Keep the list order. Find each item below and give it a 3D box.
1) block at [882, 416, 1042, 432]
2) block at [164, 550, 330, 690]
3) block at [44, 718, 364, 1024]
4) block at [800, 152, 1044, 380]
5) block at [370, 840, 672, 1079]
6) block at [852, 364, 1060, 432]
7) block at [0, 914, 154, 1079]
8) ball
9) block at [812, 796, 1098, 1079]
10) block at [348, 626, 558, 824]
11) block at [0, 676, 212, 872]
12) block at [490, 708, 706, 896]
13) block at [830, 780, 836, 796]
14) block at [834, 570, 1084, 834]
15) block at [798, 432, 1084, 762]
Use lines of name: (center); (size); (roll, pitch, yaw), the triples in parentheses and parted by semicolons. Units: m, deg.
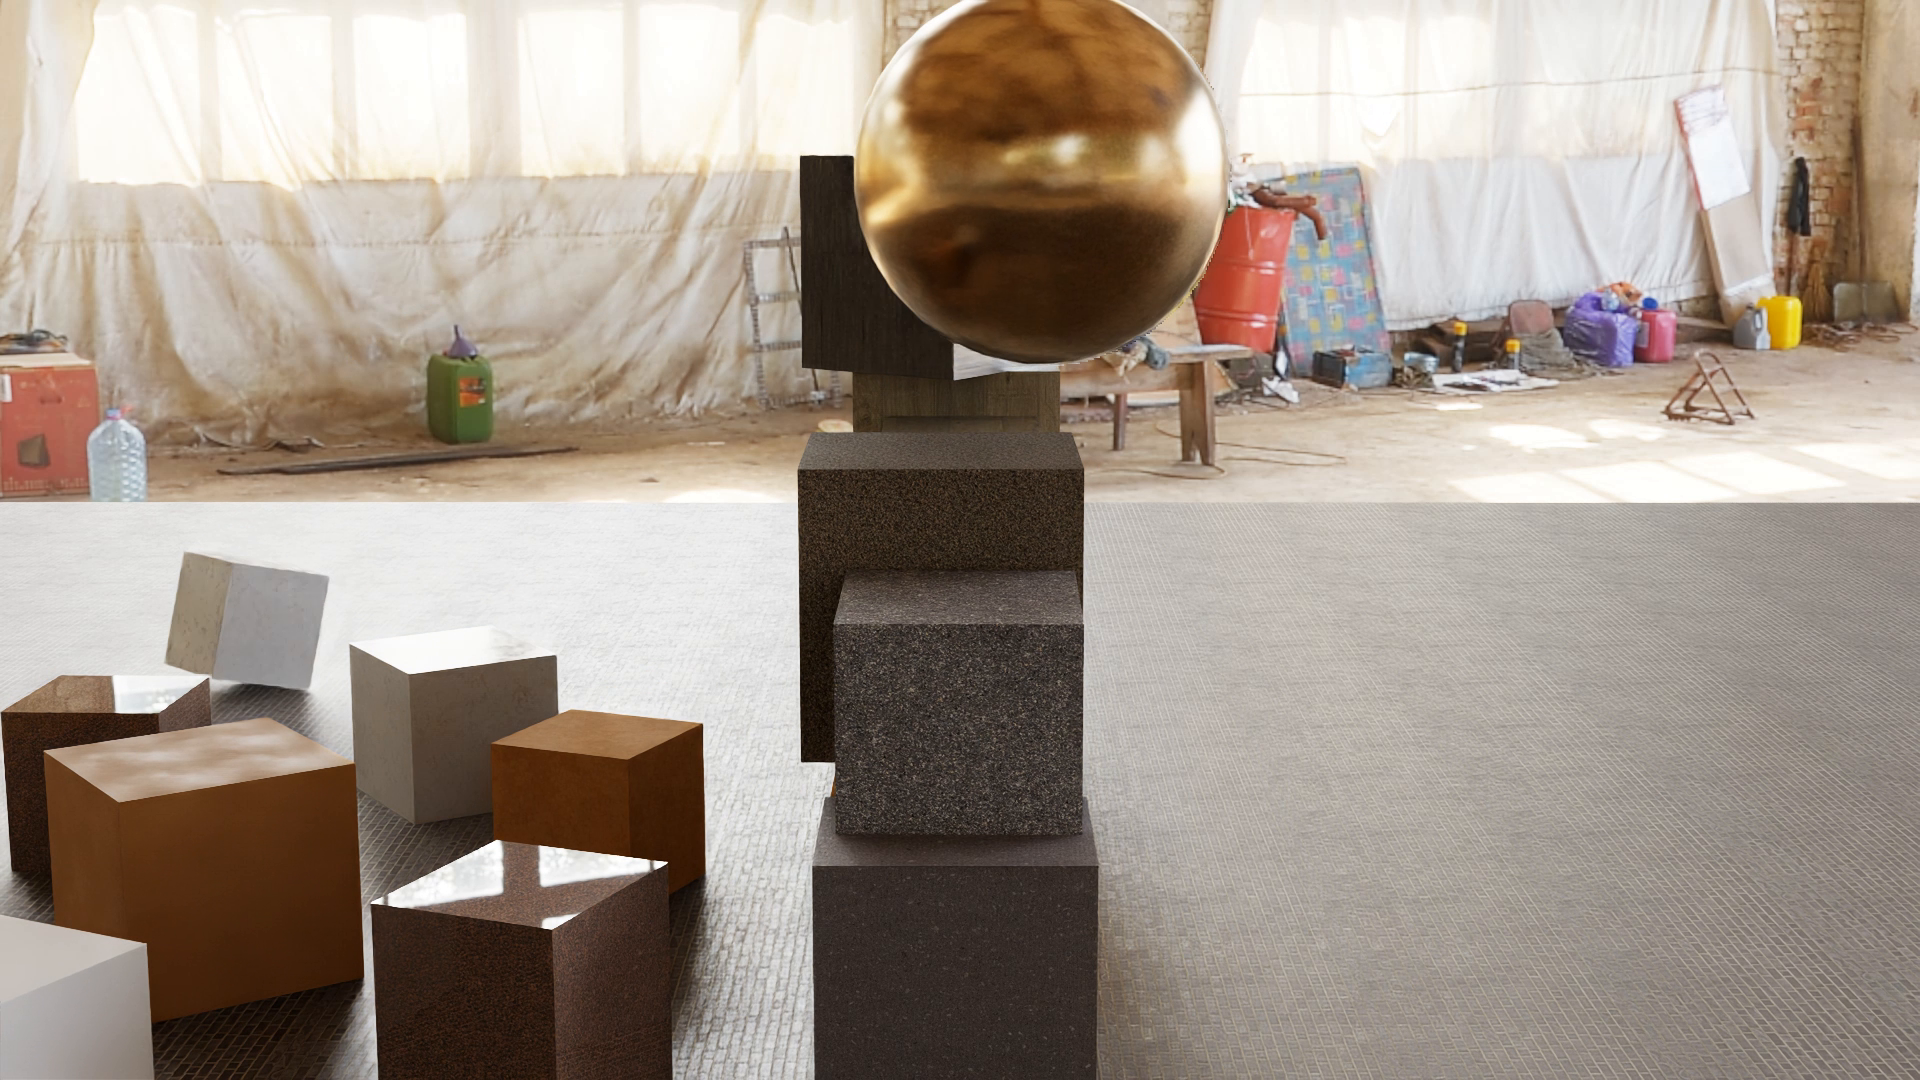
block: (0.007, -0.098, 12.068); (0.738, 0.882, 0.727); (0, 10, 0)
block: (-4.107, 0.460, 14.777); (0.617, 0.664, 0.590); (10, -1, -44)
block: (-2.980, 1.277, 10.112); (0.919, 0.870, 0.902); (-7, 13, -36)
block: (-0.146, -1.356, 12.457); (0.898, 1.021, 0.881); (7, 12, 34)
block: (-1.479, 1.555, 8.759); (0.693, 0.806, 0.764); (4, 11, 22)
block: (-0.019, -0.346, 12.895); (0.997, 1.122, 0.987); (0, 10, 0)
block: (-3.154, 1.698, 8.099); (0.830, 0.762, 0.811); (5, 12, 26)
ball: (0.344, -1.548, 10.899); (1.600, 1.600, 1.600); (0, 10, 0)
block: (-0.016, 1.450, 9.205); (0.973, 0.853, 0.847); (0, 10, 0)
block: (-2.485, 0.892, 12.612); (0.753, 0.733, 0.799); (-7, 12, -33)
block: (-3.868, 1.057, 11.712); (0.703, 0.731, 0.705); (0, 10, 2)
block: (-1.567, 1.175, 11.182); (0.671, 0.687, 0.657); (4, 11, 22)
block: (-0.012, 1.283, 10.105); (0.931, 0.861, 0.968); (0, 10, 0)
block: (-0.001, 0.579, 9.439); (0.872, 0.764, 0.904); (0, 11, 0)
block: (-0.075, 0.206, 10.392); (1.095, 1.154, 1.026); (0, 10, 0)
